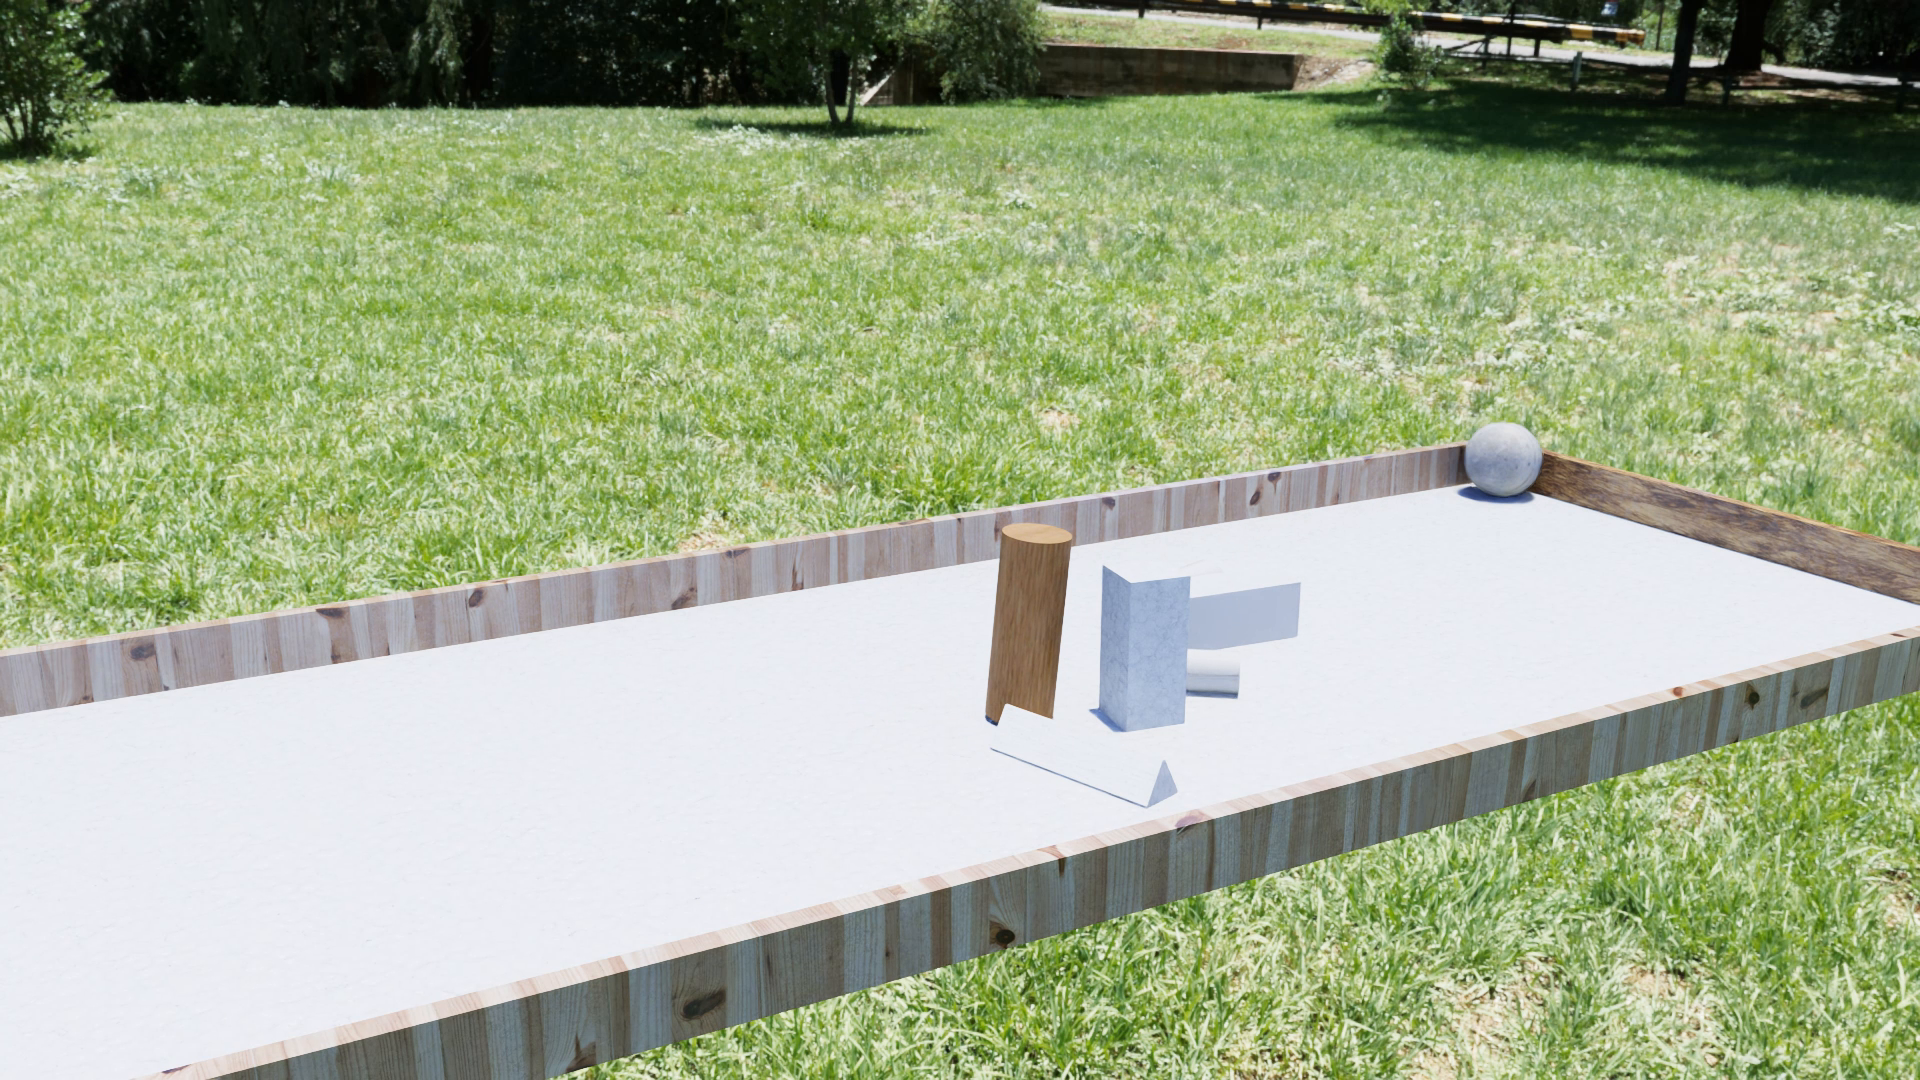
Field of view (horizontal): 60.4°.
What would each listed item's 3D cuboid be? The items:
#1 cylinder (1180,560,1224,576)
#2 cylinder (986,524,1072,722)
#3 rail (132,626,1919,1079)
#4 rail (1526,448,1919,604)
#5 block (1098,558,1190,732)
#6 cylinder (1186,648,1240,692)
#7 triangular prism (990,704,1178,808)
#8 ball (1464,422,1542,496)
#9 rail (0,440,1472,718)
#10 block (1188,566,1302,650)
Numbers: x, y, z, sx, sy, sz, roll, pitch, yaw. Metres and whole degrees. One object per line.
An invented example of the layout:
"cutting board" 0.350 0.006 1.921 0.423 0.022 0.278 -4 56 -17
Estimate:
"cylinder" 0.577 0.155 4.612 0.121 0.121 0.408 15 22 41
"cylinder" 0.159 0.199 3.859 0.162 0.450 0.162 5 16 -1
"rail" -2.336 1.006 1.665 12.000 0.150 0.050 -9 18 -27
"rail" 2.466 -0.048 5.253 0.050 0.150 2.100 -9 18 -27
"block" 0.431 0.245 3.875 0.152 0.365 0.152 -6 17 -19
"cylinder" 0.535 0.319 4.087 0.311 0.102 0.102 2 17 8
"triangular prism" 0.266 0.461 3.615 0.445 0.092 0.107 15 22 42
"ball" 1.929 -0.289 5.864 0.266 0.266 0.266 0 16 0
"rail" -3.305 0.497 3.399 12.000 0.150 0.050 -9 18 -27
"block" 0.697 0.190 4.431 0.404 0.156 0.156 -7 18 -22
